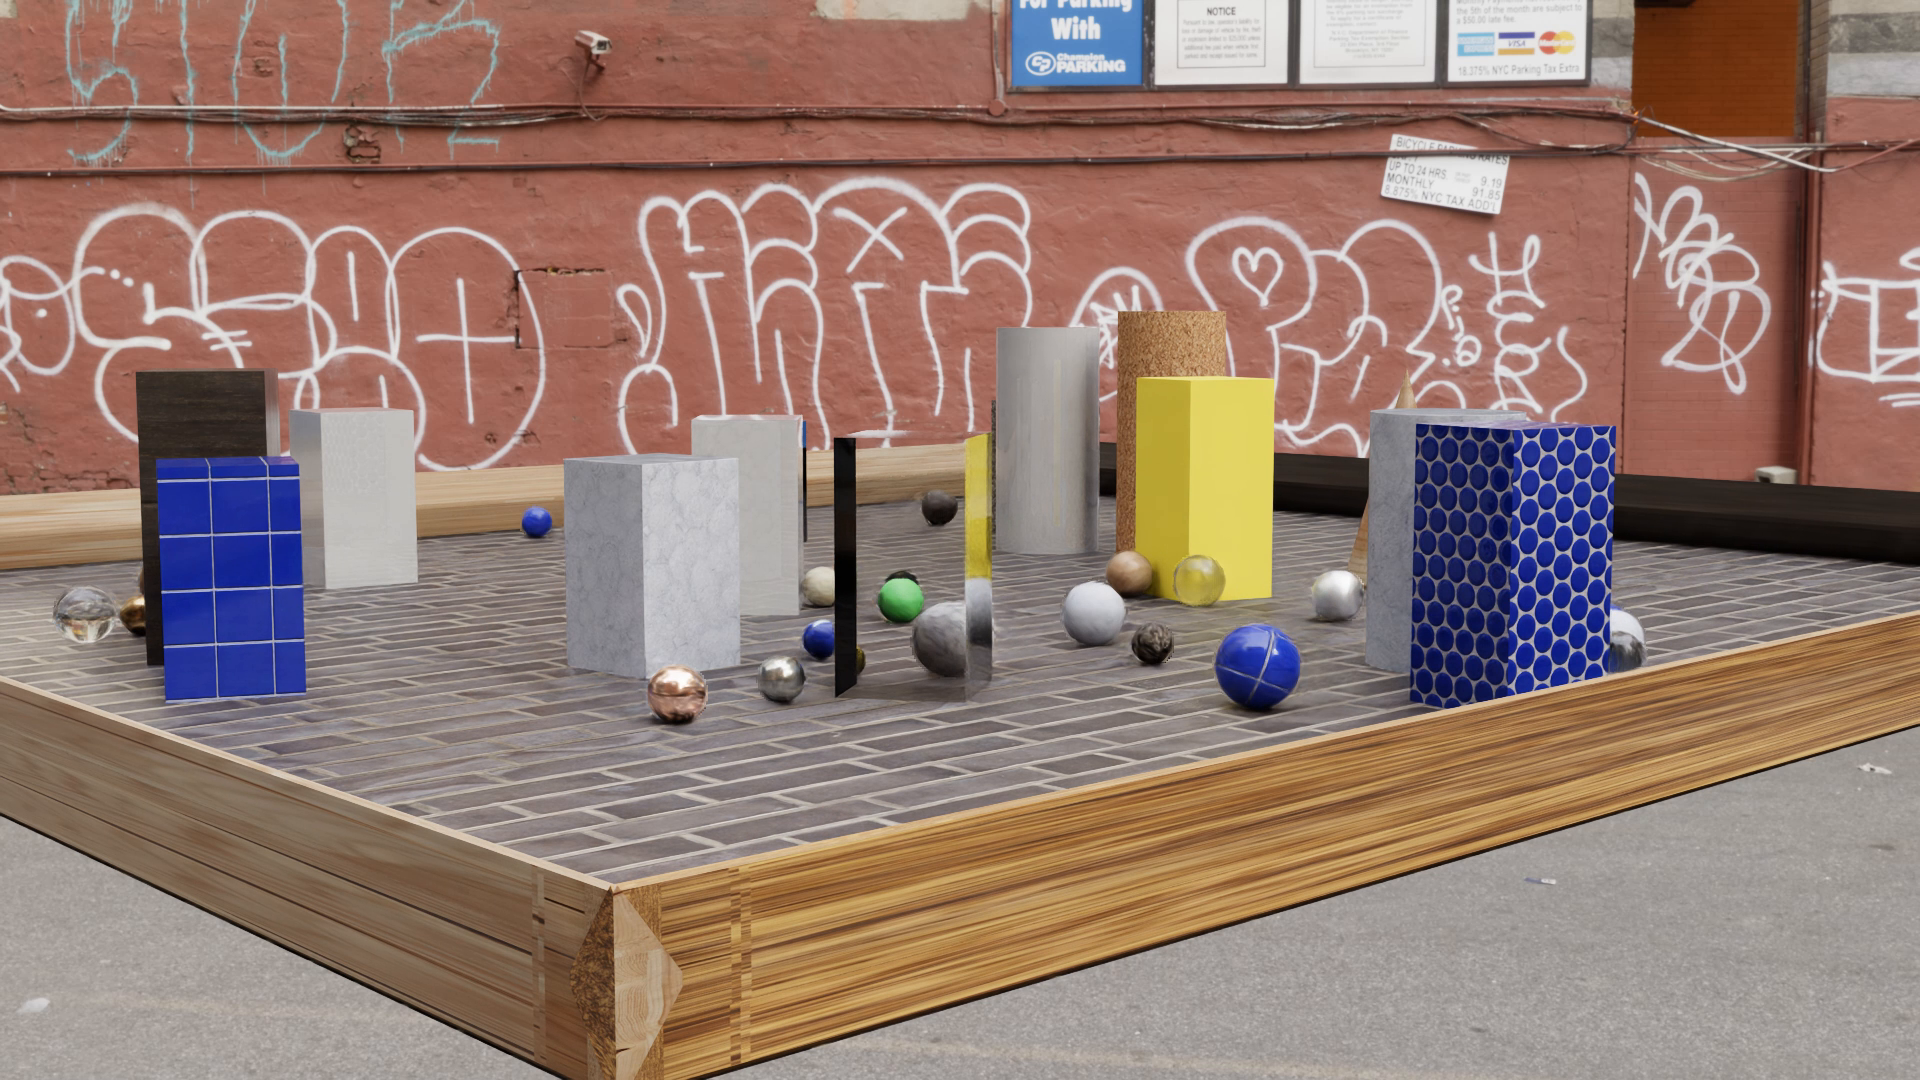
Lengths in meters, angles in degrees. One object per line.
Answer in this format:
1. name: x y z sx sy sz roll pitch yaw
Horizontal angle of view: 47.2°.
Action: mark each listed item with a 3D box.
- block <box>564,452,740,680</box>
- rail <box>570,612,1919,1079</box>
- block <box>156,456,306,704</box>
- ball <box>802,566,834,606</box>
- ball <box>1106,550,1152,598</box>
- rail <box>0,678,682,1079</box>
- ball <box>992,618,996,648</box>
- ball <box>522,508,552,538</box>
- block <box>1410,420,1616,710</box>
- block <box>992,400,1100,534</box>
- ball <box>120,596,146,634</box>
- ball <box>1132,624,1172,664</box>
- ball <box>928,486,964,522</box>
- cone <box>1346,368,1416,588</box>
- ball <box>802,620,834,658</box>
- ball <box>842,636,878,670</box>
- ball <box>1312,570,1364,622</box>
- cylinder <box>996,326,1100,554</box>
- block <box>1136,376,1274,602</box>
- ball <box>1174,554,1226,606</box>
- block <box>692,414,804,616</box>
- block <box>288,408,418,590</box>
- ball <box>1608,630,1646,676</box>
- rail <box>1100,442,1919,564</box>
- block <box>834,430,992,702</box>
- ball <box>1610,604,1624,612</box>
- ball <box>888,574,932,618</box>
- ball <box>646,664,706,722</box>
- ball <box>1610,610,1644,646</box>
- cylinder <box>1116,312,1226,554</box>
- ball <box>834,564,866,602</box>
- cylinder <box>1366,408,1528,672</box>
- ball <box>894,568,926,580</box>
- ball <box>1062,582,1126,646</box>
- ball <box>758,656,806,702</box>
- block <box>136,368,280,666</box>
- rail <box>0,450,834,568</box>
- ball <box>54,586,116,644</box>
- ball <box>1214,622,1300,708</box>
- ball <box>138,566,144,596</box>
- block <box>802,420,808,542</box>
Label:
1. block: -0.383 0.028 2.740 0.153 0.259 0.153 6 8 42
2. rail: 0.951 0.140 2.307 3.156 0.124 0.045 -6 8 -42
3. block: -0.853 0.042 2.569 0.153 0.267 0.153 -2 6 -20
4. ball: -0.207 0.070 3.293 0.059 0.059 0.059 0 6 0
5. ball: 0.263 0.052 3.400 0.071 0.071 0.071 0 6 0
6. rail: -1.142 0.143 2.284 0.045 0.124 2.853 -6 8 -42
7. ball: -0.001 0.115 2.717 0.091 0.091 0.091 0 6 0
8. ball: -0.824 -0.035 4.285 0.059 0.059 0.059 0 6 0
9. block: 0.617 0.029 2.461 0.153 0.315 0.153 -4 7 -30
10. block: 0.170 -0.146 4.363 0.153 0.264 0.153 5 8 41
11. ball: -1.121 0.102 3.011 0.054 0.054 0.054 0 6 0
12. ball: 0.241 0.130 2.762 0.051 0.051 0.051 0 6 0
13. ball: -0.030 -0.074 4.580 0.076 0.076 0.076 0 6 0
14. cone: 0.716 -0.102 3.542 0.191 0.349 0.191 0 6 0
15. ball: -0.177 0.126 2.809 0.049 0.049 0.049 0 6 0
16. ball: -0.123 0.140 2.713 0.042 0.042 0.042 0 6 0
17. ball: 0.538 0.079 3.137 0.074 0.074 0.074 0 6 0
18. cylinder: 0.162 -0.187 4.063 0.191 0.409 0.191 0 6 0
19. block: 0.379 -0.082 3.415 0.153 0.337 0.153 -3 7 -27
20. ball: 0.358 0.061 3.287 0.078 0.078 0.078 0 6 0
21. block: -0.313 -0.040 3.260 0.153 0.284 0.153 0 6 -1
22. block: -0.990 -0.072 3.586 0.153 0.280 0.153 -4 7 -35
23. ball: 0.781 0.140 2.610 0.064 0.064 0.064 0 6 0
24. rail: 1.142 -0.078 4.380 0.045 0.124 2.853 -6 8 -42
25. block: -0.053 0.026 2.564 0.153 0.299 0.153 1 6 12
26. ball: 0.846 0.114 2.875 0.060 0.060 0.060 0 6 0
27. ball: -0.073 0.080 3.168 0.065 0.065 0.065 0 6 0
28. ball: -0.305 0.165 2.369 0.063 0.063 0.063 0 6 0
29. ball: 0.801 0.124 2.700 0.077 0.077 0.077 0 6 0
30. cylinder: 0.374 -0.186 3.905 0.191 0.439 0.191 0 6 0
31. ball: -0.172 0.065 3.346 0.057 0.057 0.057 0 6 0
32. cylinder: 0.607 -0.002 2.753 0.191 0.316 0.191 0 6 0
33. ball: -0.076 0.067 3.354 0.052 0.052 0.052 0 6 0
34. ball: 0.177 0.097 2.914 0.084 0.084 0.084 0 6 0
35. ball: -0.202 0.157 2.495 0.052 0.052 0.052 0 6 0
36. block: -0.956 -0.035 2.819 0.153 0.367 0.153 -1 6 -11
37. rail: -0.951 -0.076 4.357 3.156 0.124 0.045 -6 8 -42
38. ball: -1.164 0.099 2.928 0.078 0.078 0.078 0 6 0
39. ball: 0.332 0.140 2.453 0.095 0.095 0.095 0 6 0
40. ball: -1.162 0.062 3.235 0.087 0.087 0.087 0 6 0
41. block: -0.392 -0.108 4.158 0.153 0.231 0.153 2 6 21
